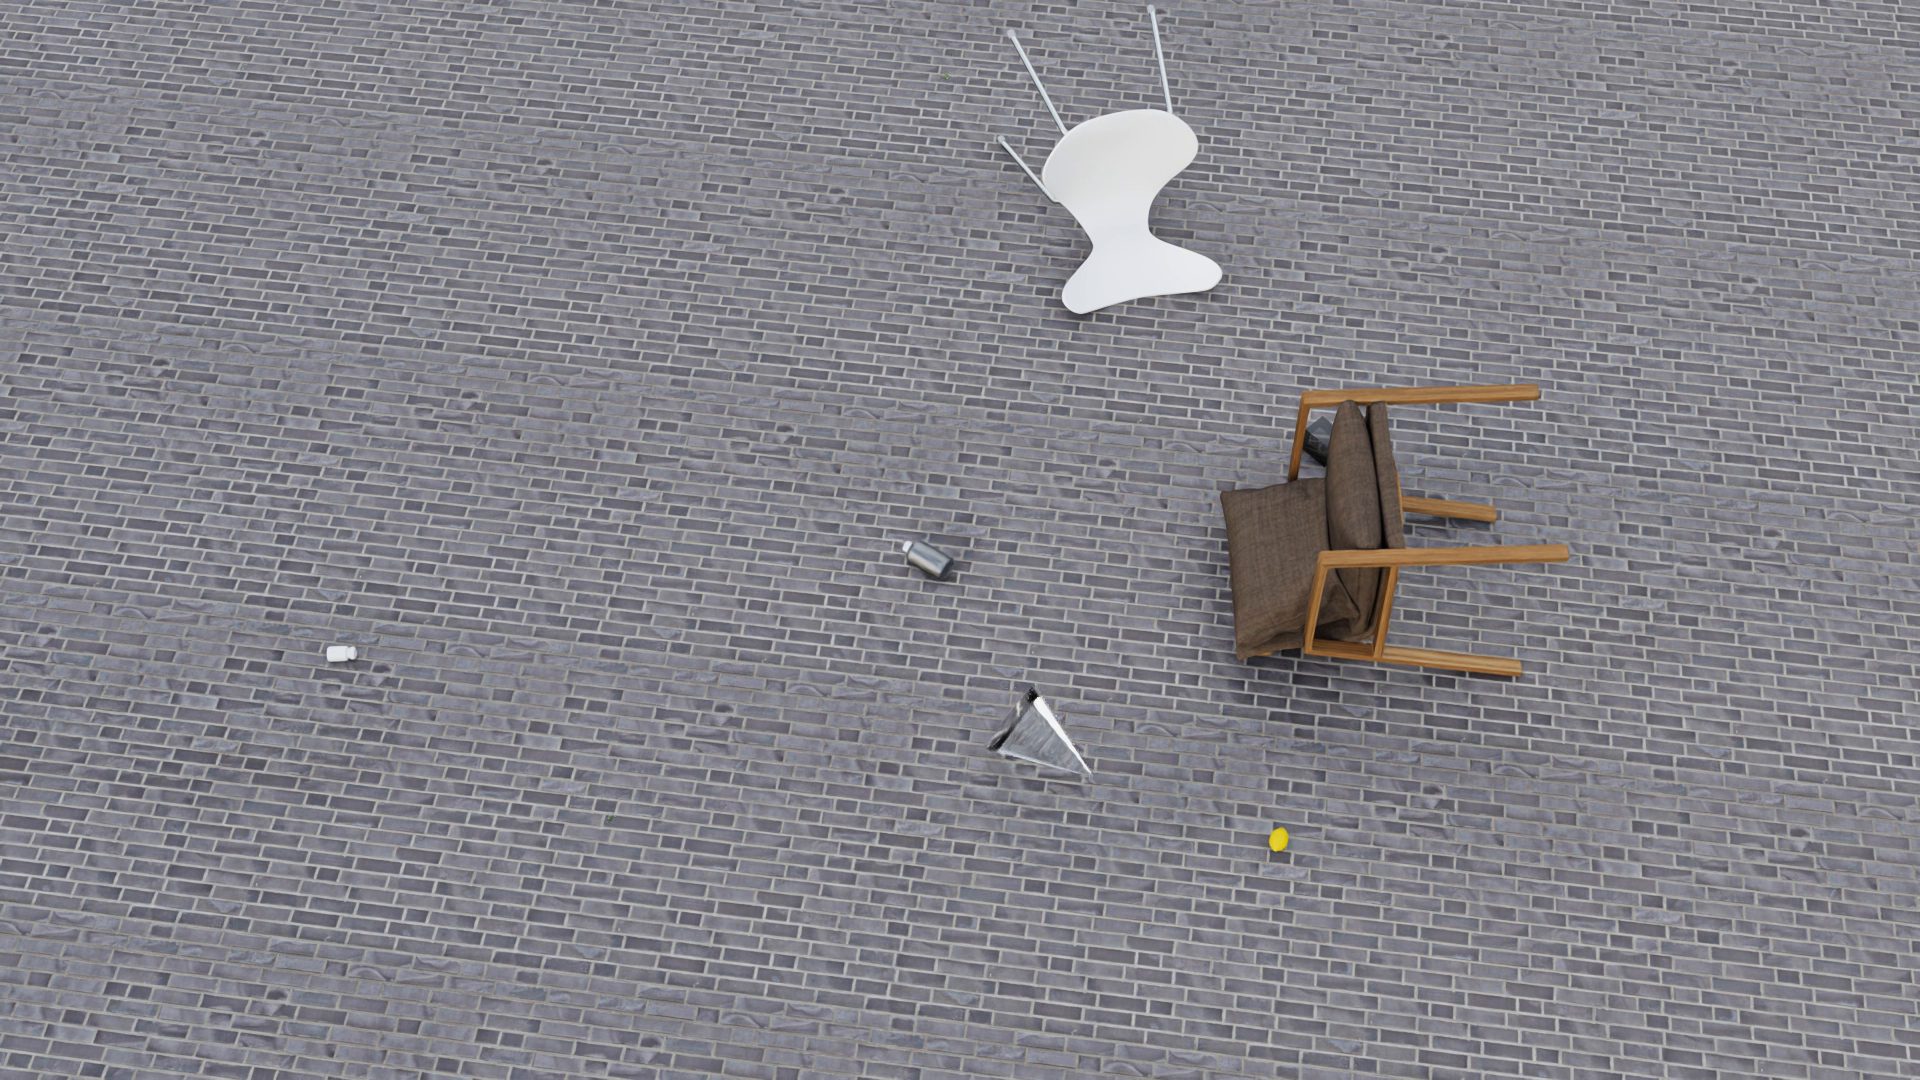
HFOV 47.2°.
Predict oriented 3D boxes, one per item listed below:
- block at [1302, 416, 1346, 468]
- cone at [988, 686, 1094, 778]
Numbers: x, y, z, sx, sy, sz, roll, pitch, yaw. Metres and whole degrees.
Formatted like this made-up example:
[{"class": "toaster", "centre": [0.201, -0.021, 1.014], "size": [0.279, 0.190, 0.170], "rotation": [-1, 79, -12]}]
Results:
[{"class": "block", "centre": [1.111, -0.300, 6.716], "size": [0.075, 0.098, 0.099], "rotation": [-36, 63, -22]}, {"class": "cone", "centre": [0.258, 0.579, 6.123], "size": [0.286, 0.225, 0.203], "rotation": [36, 36, -3]}]
